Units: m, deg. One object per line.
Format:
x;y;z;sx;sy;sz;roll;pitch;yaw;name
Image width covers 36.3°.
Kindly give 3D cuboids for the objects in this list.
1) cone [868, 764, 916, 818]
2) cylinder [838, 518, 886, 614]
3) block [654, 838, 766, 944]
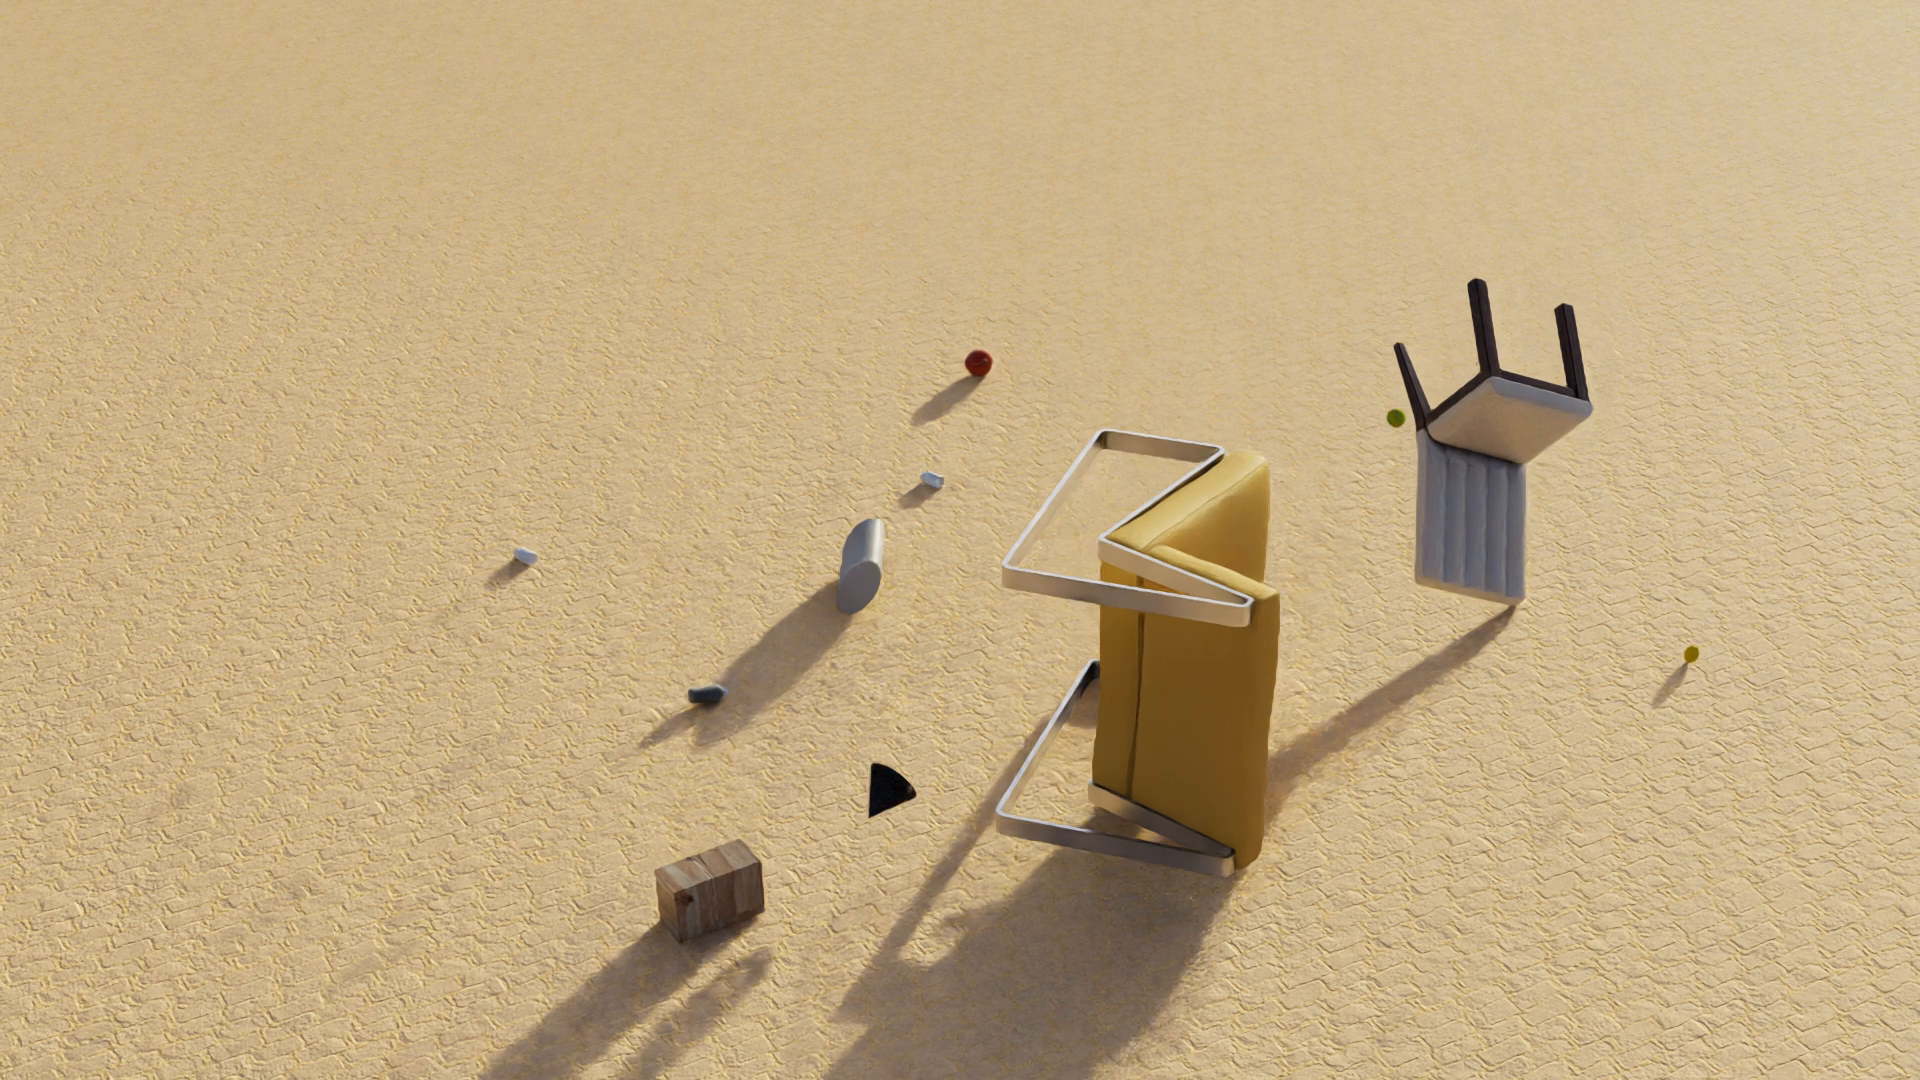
-0.251;0.824;9.314;0.170;0.190;0.149;23;65;25;cone
-0.356;0.093;10.591;0.131;0.250;0.279;22;31;-12;cylinder
-0.776;1.089;9.105;0.298;0.195;0.141;-18;34;-25;block
